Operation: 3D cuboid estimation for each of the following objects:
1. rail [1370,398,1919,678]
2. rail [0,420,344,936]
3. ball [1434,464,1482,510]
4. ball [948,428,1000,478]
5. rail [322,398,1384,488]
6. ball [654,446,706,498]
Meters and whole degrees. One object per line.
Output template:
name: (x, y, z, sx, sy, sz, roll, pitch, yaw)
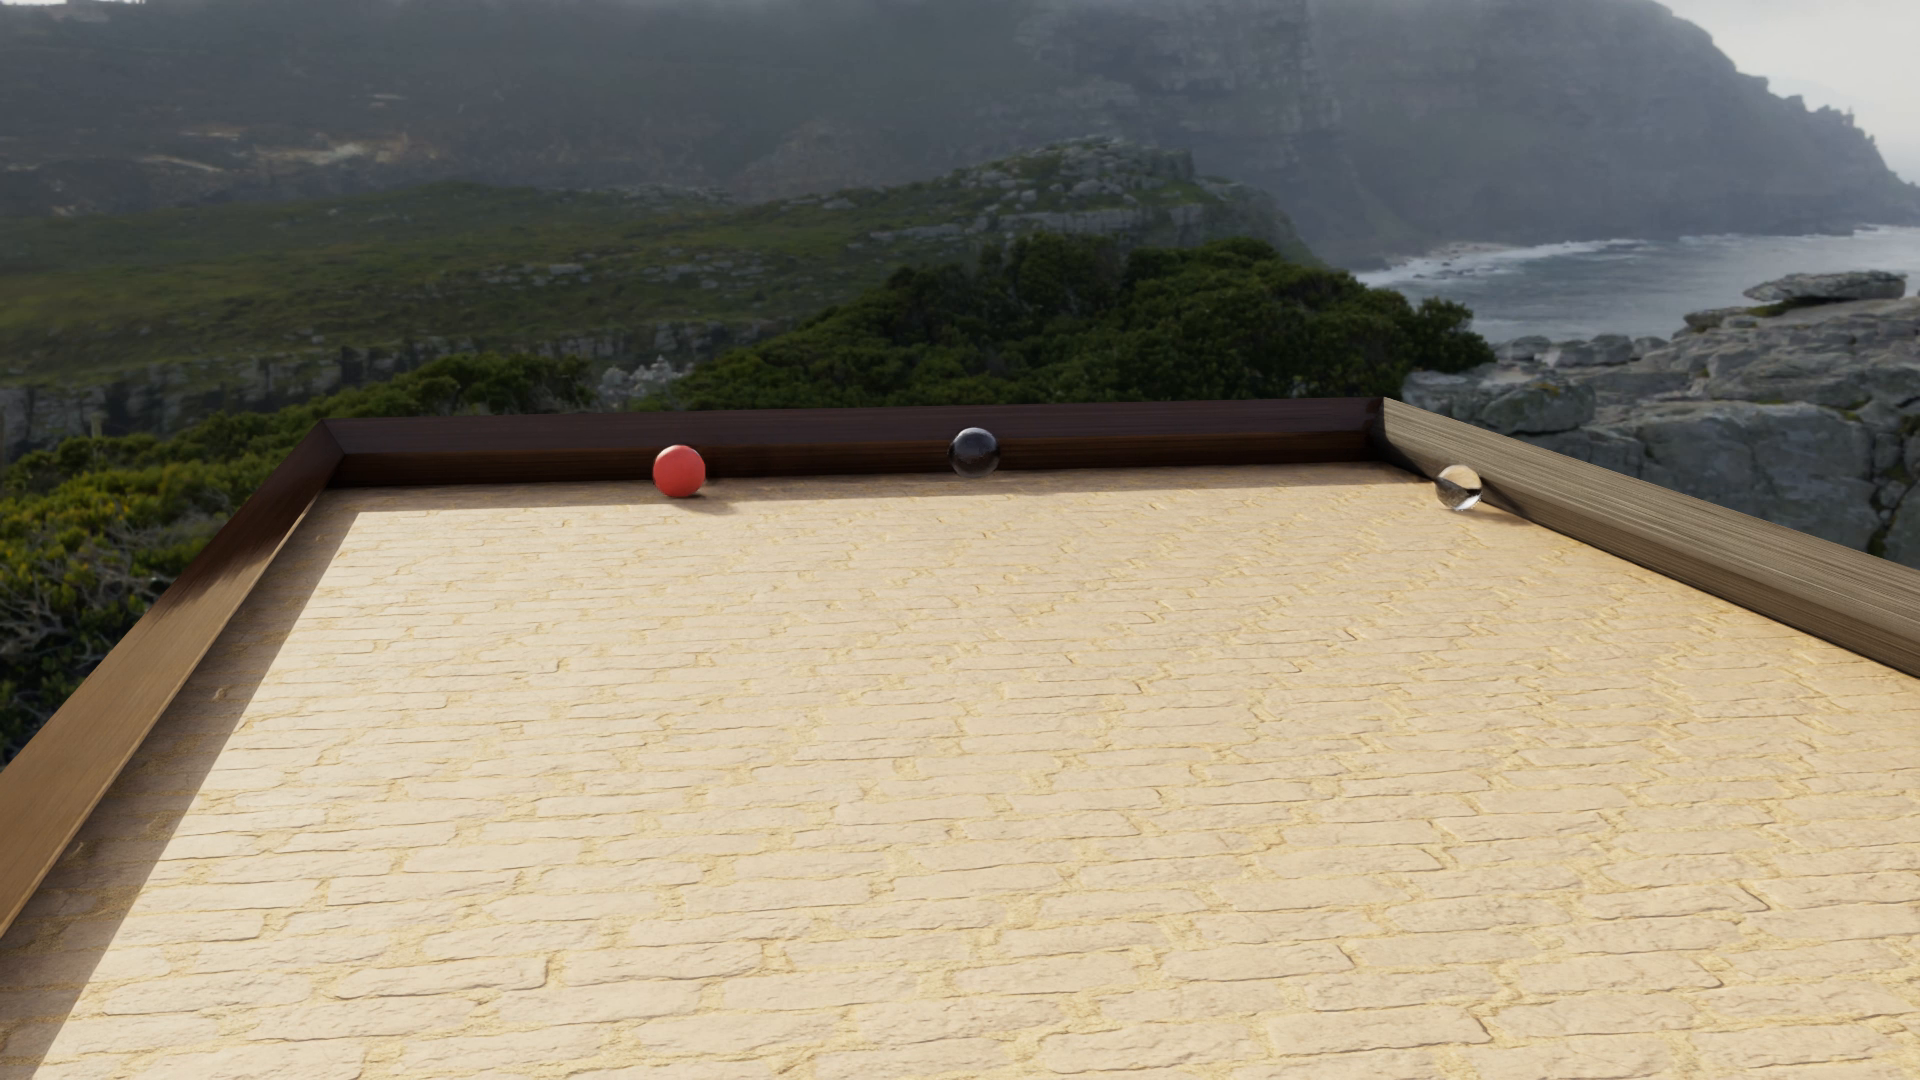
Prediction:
rail: (1.133, 0.126, 2.449, 0.045, 0.125, 3.849, -2, 11, -10)
rail: (-0.809, 0.186, 2.123, 0.045, 0.125, 3.849, -2, 11, -10)
ball: (0.850, -0.090, 3.751, 0.079, 0.079, 0.079, 0, 10, 0)
ball: (0.027, -0.162, 4.094, 0.096, 0.096, 0.096, 0, 10, 0)
rail: (-0.158, -0.184, 4.128, 2.017, 0.125, 0.045, -2, 11, -10)
ball: (-0.495, -0.122, 3.888, 0.092, 0.092, 0.092, 0, 10, 0)
